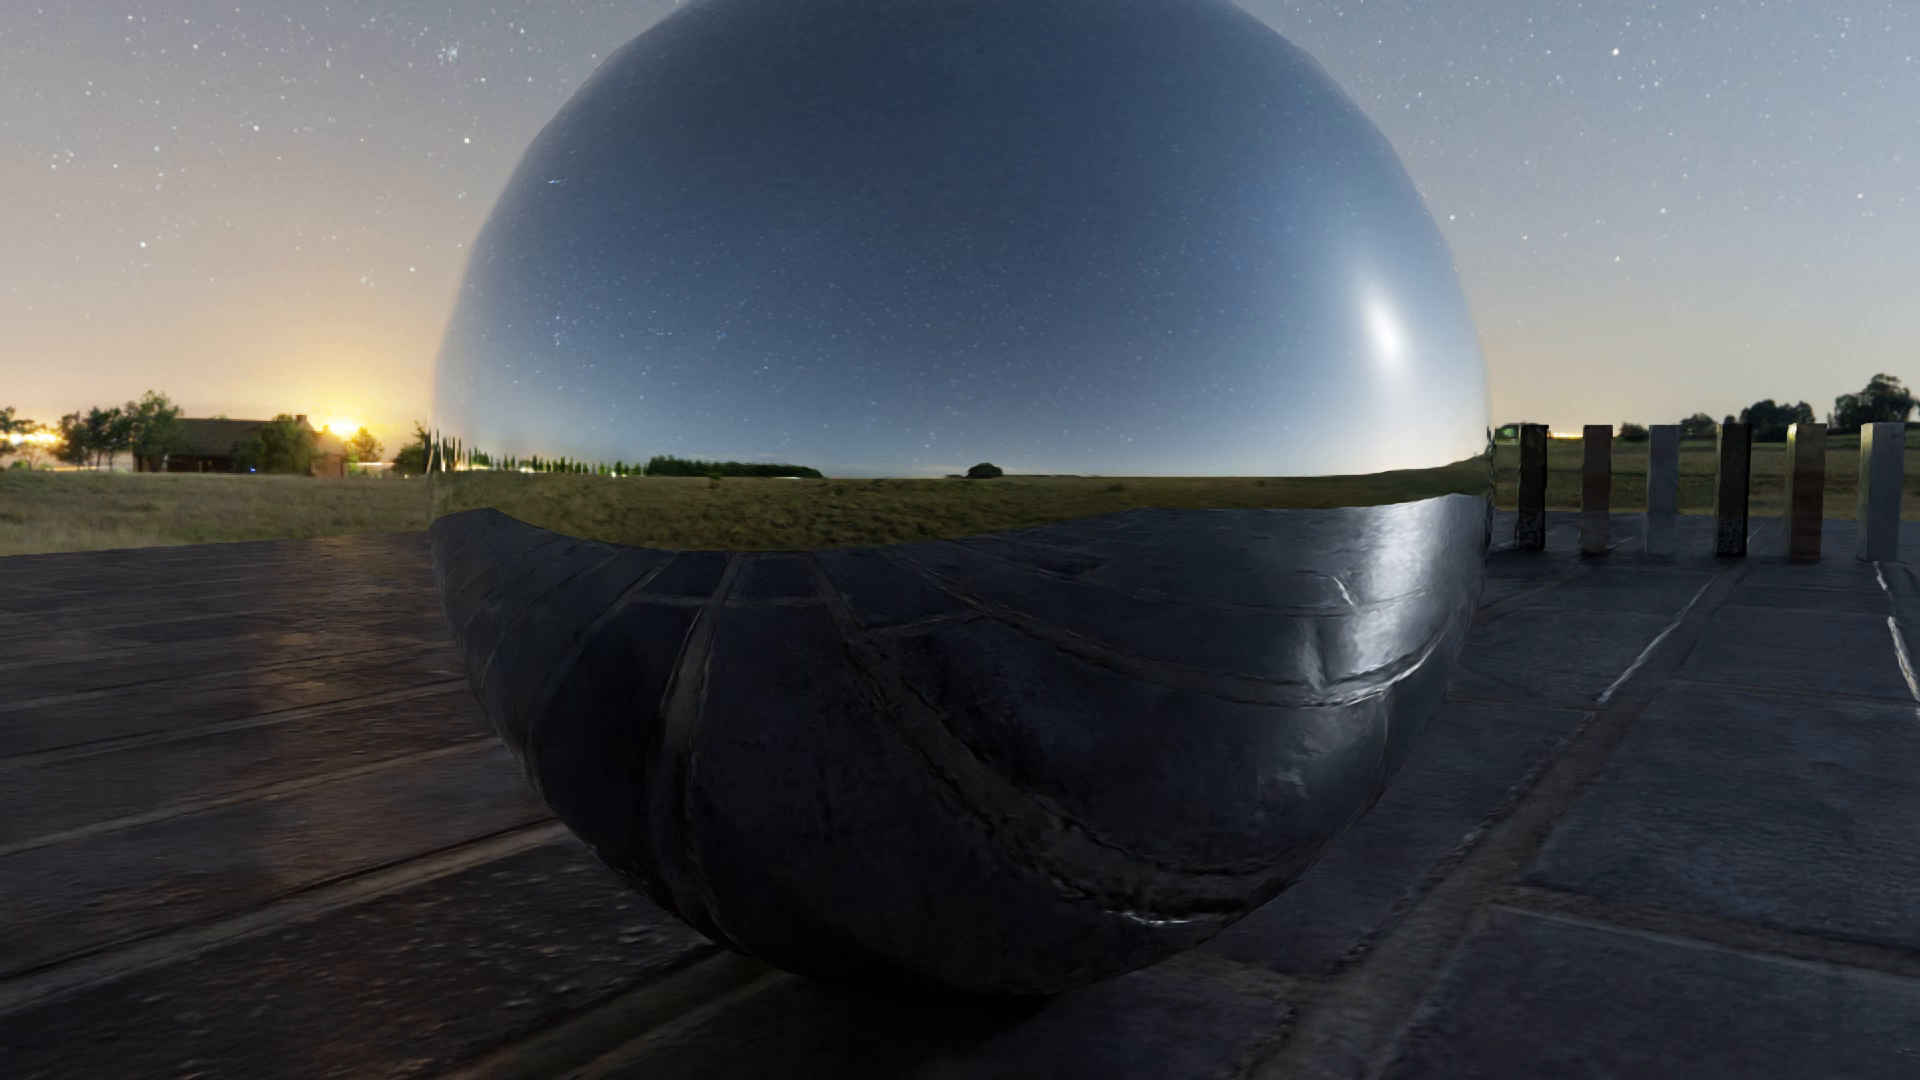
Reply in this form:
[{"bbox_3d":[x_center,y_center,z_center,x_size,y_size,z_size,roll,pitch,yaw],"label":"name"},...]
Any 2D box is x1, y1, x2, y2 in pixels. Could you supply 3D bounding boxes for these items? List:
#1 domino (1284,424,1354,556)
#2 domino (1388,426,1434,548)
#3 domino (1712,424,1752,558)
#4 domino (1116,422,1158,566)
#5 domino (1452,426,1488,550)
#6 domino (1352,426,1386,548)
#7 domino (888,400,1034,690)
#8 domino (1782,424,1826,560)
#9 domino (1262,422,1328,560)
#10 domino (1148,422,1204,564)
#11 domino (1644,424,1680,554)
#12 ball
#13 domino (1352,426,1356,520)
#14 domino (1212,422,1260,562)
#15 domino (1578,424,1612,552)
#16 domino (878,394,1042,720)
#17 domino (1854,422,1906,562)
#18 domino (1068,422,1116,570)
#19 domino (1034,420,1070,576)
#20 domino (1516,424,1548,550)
[{"bbox_3d":[0.139,-0.020,0.496,0.025,0.050,0.010,1,4,16],"label":"domino"},{"bbox_3d":[0.187,-0.022,0.534,0.010,0.050,0.025,0,4,2],"label":"domino"},{"bbox_3d":[0.297,-0.020,0.494,0.010,0.050,0.025,2,5,27],"label":"domino"},{"bbox_3d":[0.058,-0.017,0.458,0.010,0.050,0.025,-3,5,-38],"label":"domino"},{"bbox_3d":[0.211,-0.022,0.530,0.010,0.050,0.025,1,4,13],"label":"domino"},{"bbox_3d":[0.164,-0.022,0.531,0.009,0.050,0.025,-1,4,-17],"label":"domino"},{"bbox_3d":[0.000,0.001,0.224,0.025,0.050,0.009,0,4,1],"label":"domino"},{"bbox_3d":[0.318,-0.019,0.483,0.010,0.050,0.025,2,5,27],"label":"domino"},{"bbox_3d":[0.125,-0.018,0.478,0.010,0.050,0.025,-2,5,-23],"label":"domino"},{"bbox_3d":[0.079,-0.018,0.470,0.009,0.050,0.025,-1,4,-17],"label":"domino"},{"bbox_3d":[0.276,-0.020,0.504,0.010,0.050,0.025,2,5,26],"label":"domino"},{"bbox_3d":[0.000,-0.005,0.103,0.080,0.080,0.080,0,4,0],"label":"ball"},{"bbox_3d":[0.145,-0.021,0.518,0.025,0.050,0.010,2,5,27],"label":"domino"},{"bbox_3d":[0.102,-0.018,0.473,0.010,0.050,0.025,0,4,-6],"label":"domino"},{"bbox_3d":[0.255,-0.021,0.514,0.010,0.050,0.025,2,5,24],"label":"domino"},{"bbox_3d":[0.000,0.002,0.201,0.025,0.050,0.010,0,4,0],"label":"domino"},{"bbox_3d":[0.339,-0.018,0.473,0.010,0.050,0.025,2,5,27],"label":"domino"},{"bbox_3d":[0.041,-0.016,0.442,0.009,0.050,0.025,-4,6,-45],"label":"domino"},{"bbox_3d":[0.024,-0.014,0.426,0.010,0.050,0.025,-4,6,-42],"label":"domino"},{"bbox_3d":[0.233,-0.022,0.524,0.009,0.050,0.025,2,5,21],"label":"domino"}]
